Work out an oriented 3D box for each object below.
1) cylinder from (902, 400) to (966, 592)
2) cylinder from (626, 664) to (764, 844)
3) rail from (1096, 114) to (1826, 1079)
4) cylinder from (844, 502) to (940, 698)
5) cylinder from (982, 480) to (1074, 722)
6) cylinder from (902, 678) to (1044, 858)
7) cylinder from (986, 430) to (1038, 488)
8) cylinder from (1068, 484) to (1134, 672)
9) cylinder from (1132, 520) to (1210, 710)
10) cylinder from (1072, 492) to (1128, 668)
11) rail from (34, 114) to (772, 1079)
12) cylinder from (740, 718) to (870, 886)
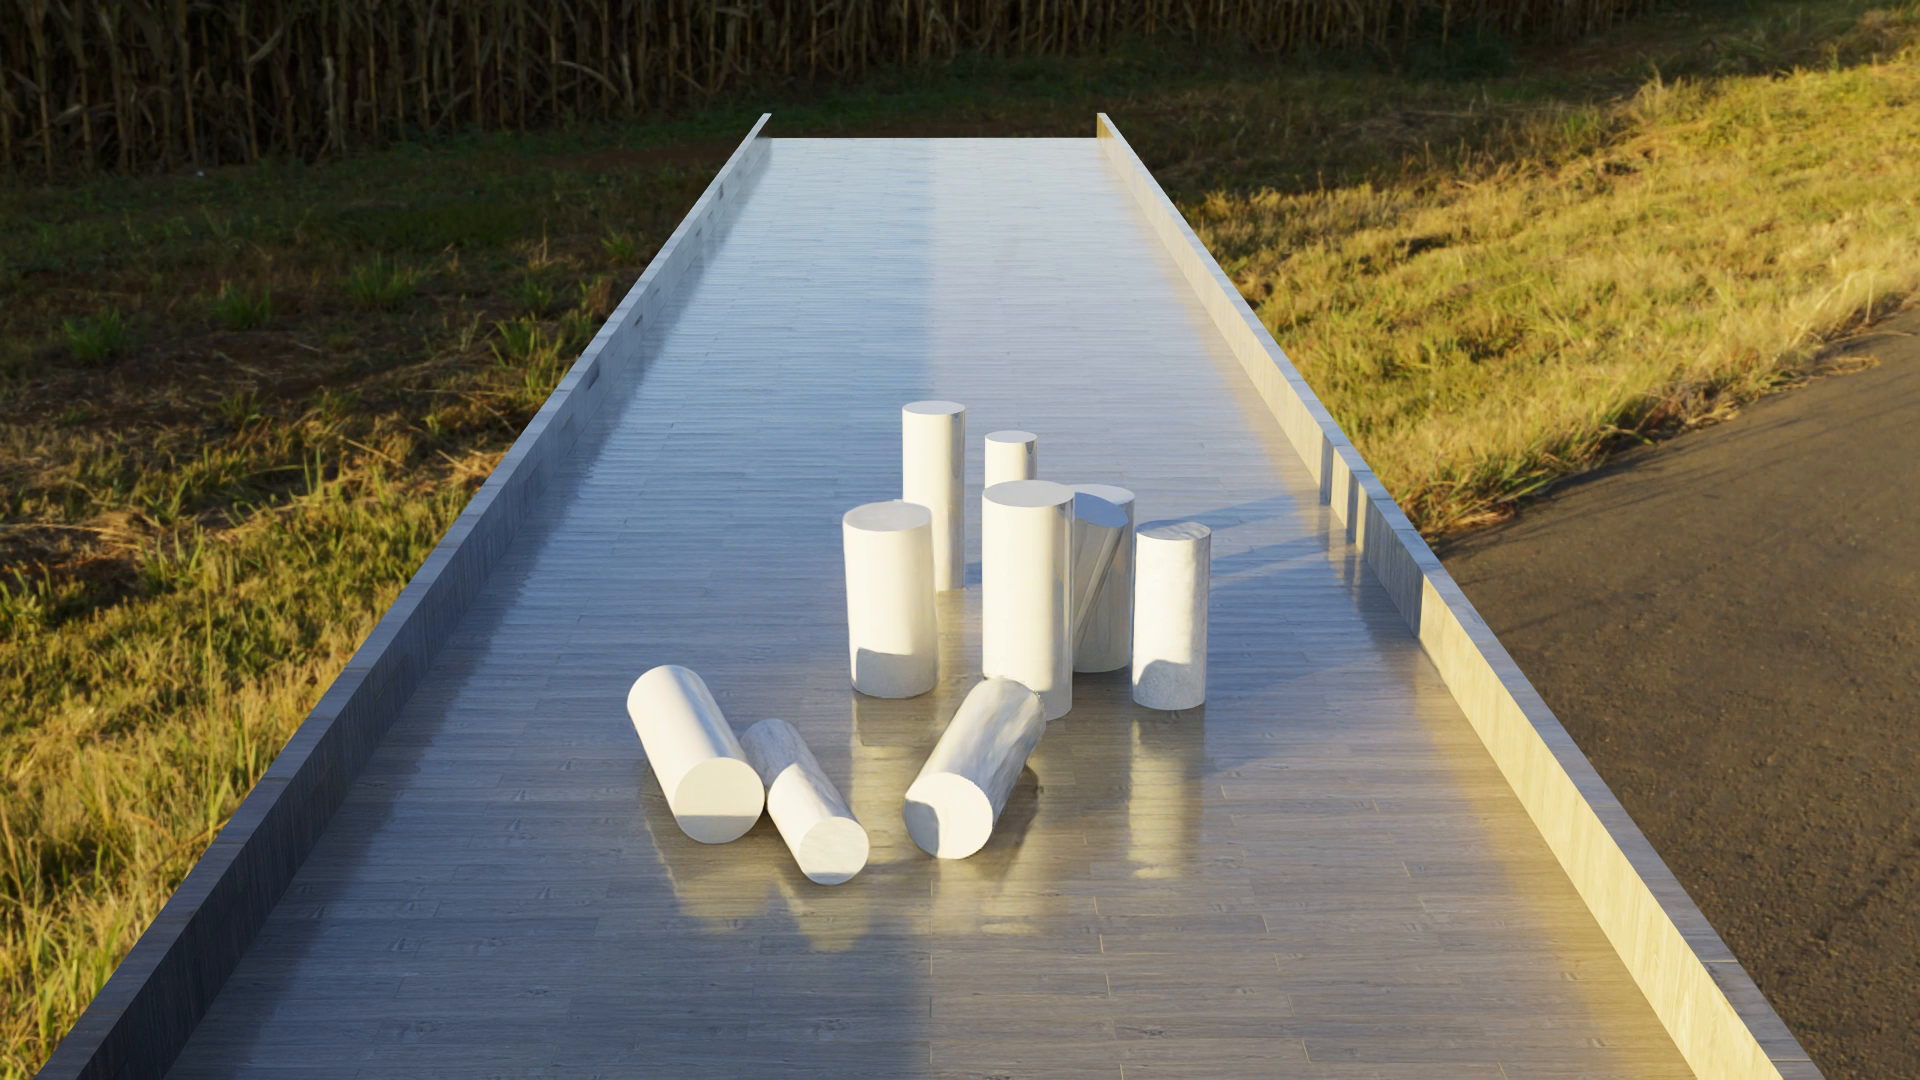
[{"bbox_3d":[-0.057,-0.097,4.852,0.137,0.400,0.137,0,17,0],"label":"cylinder"},{"bbox_3d":[-0.458,0.359,3.757,0.150,0.150,0.458,-5,17,-17],"label":"cylinder"},{"bbox_3d":[0.932,-0.844,7.801,0.050,0.150,12.000,0,17,-1],"label":"rail"},{"bbox_3d":[-0.131,0.114,4.226,0.171,0.340,0.171,-2,20,1],"label":"cylinder"},{"bbox_3d":[0.127,0.113,4.099,0.169,0.420,0.169,0,19,0],"label":"cylinder"},{"bbox_3d":[0.028,0.376,3.704,0.147,0.147,0.449,4,17,12],"label":"cylinder"},{"bbox_3d":[0.107,-0.025,4.621,0.108,0.394,0.108,0,17,0],"label":"cylinder"},{"bbox_3d":[0.257,0.075,4.379,0.174,0.339,0.174,0,16,0],"label":"cylinder"},{"bbox_3d":[0.399,0.141,4.169,0.142,0.333,0.142,0,17,0],"label":"cylinder"},{"bbox_3d":[0.203,0.096,4.234,0.134,0.357,0.134,16,25,-7],"label":"cylinder"},{"bbox_3d":[-1.118,-0.838,7.780,0.050,0.150,12.000,0,17,-1],"label":"rail"},{"bbox_3d":[-0.262,0.422,3.606,0.114,0.114,0.439,-5,17,-17],"label":"cylinder"}]
